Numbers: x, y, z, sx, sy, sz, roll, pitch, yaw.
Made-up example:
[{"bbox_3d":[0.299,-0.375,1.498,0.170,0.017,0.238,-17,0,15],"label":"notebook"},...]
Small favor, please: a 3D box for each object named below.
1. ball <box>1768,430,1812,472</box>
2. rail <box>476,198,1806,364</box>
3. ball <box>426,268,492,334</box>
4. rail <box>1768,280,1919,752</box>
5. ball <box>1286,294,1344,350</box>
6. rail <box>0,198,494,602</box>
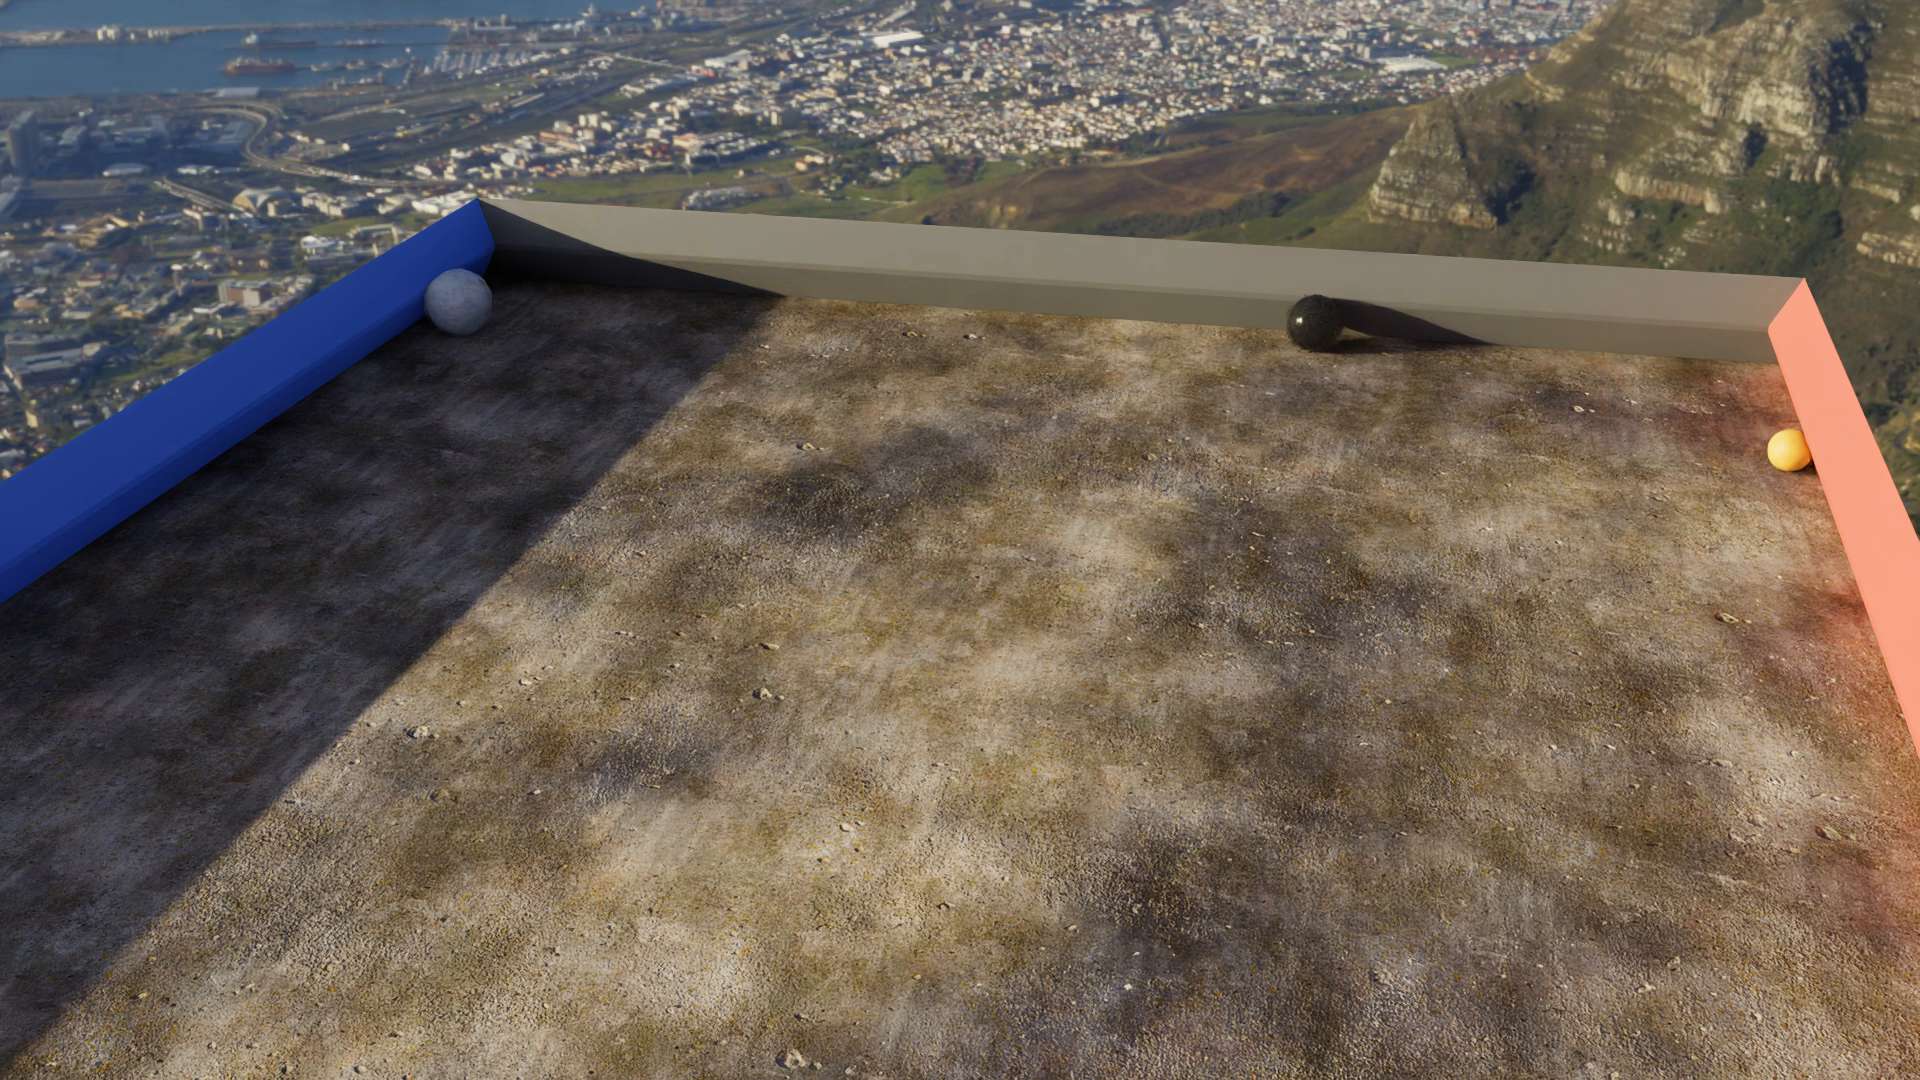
[{"bbox_3d":[1.026,-0.111,2.719,0.053,0.053,0.053,0,23,0],"label":"ball"},{"bbox_3d":[0.202,-0.383,3.253,1.981,0.125,0.045,5,24,12],"label":"rail"},{"bbox_3d":[-0.731,-0.348,3.210,0.096,0.096,0.096,0,23,0],"label":"ball"},{"bbox_3d":[0.736,0.422,1.399,0.045,0.125,3.755,5,24,12],"label":"rail"},{"bbox_3d":[0.508,-0.311,3.146,0.080,0.080,0.080,0,23,0],"label":"ball"},{"bbox_3d":[-1.150,0.252,1.790,0.045,0.125,3.755,5,24,12],"label":"rail"}]
